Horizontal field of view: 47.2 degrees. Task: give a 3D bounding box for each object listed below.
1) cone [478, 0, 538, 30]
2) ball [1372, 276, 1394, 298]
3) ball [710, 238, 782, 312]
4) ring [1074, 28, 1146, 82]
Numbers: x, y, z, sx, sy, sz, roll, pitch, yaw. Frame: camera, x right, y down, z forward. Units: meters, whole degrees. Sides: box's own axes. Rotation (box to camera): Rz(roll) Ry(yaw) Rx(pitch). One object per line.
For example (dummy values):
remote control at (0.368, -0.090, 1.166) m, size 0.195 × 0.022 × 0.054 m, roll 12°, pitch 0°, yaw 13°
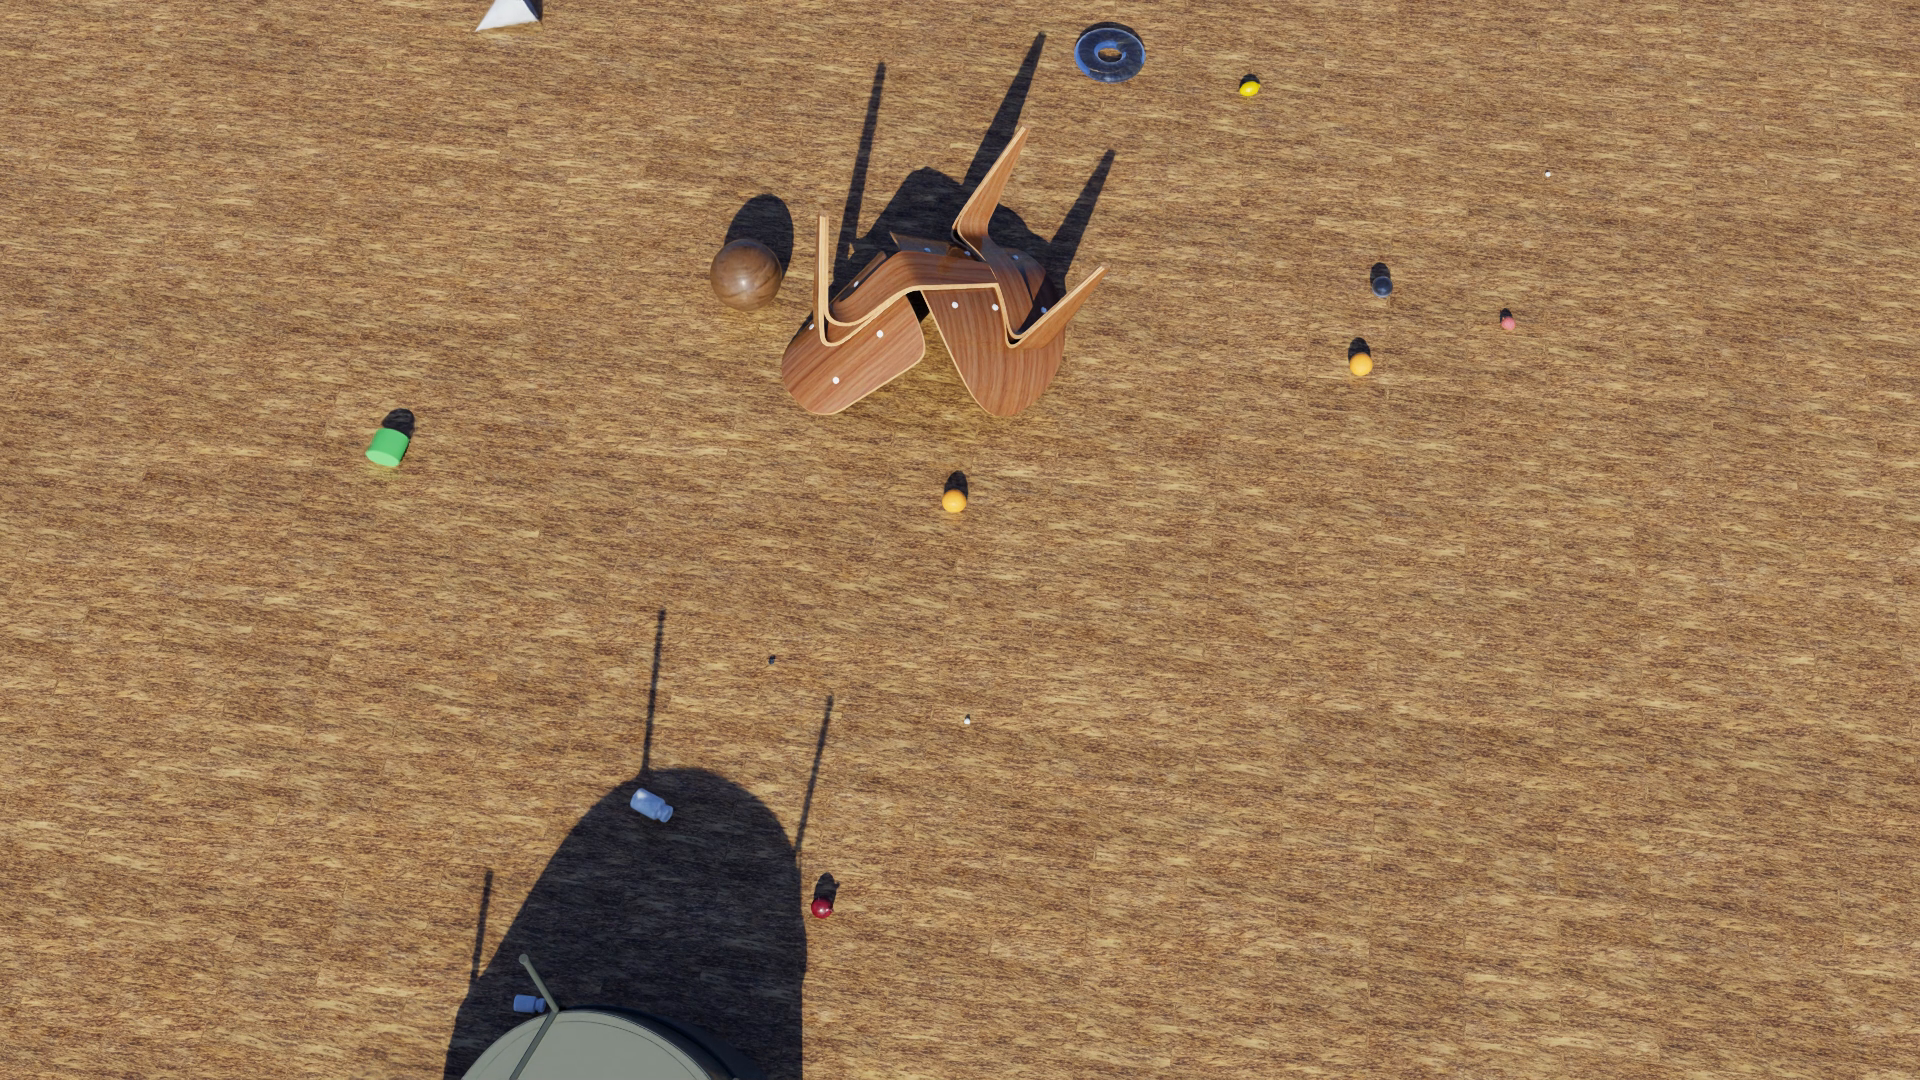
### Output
cone at (-1.625, -1.856, 7.776) m, size 0.209 × 0.151 × 0.182 m, roll -32°, pitch 72°, yaw 4°
ball at (1.360, -0.815, 7.079) m, size 0.069 × 0.069 × 0.069 m, roll 0°, pitch 56°, yaw 0°
ball at (-0.681, -0.843, 7.001) m, size 0.230 × 0.230 × 0.230 m, roll 0°, pitch 56°, yaw 0°
ring at (0.523, -1.692, 7.679) m, size 0.250 × 0.051 × 0.256 m, roll -12°, pitch 58°, yaw -8°
